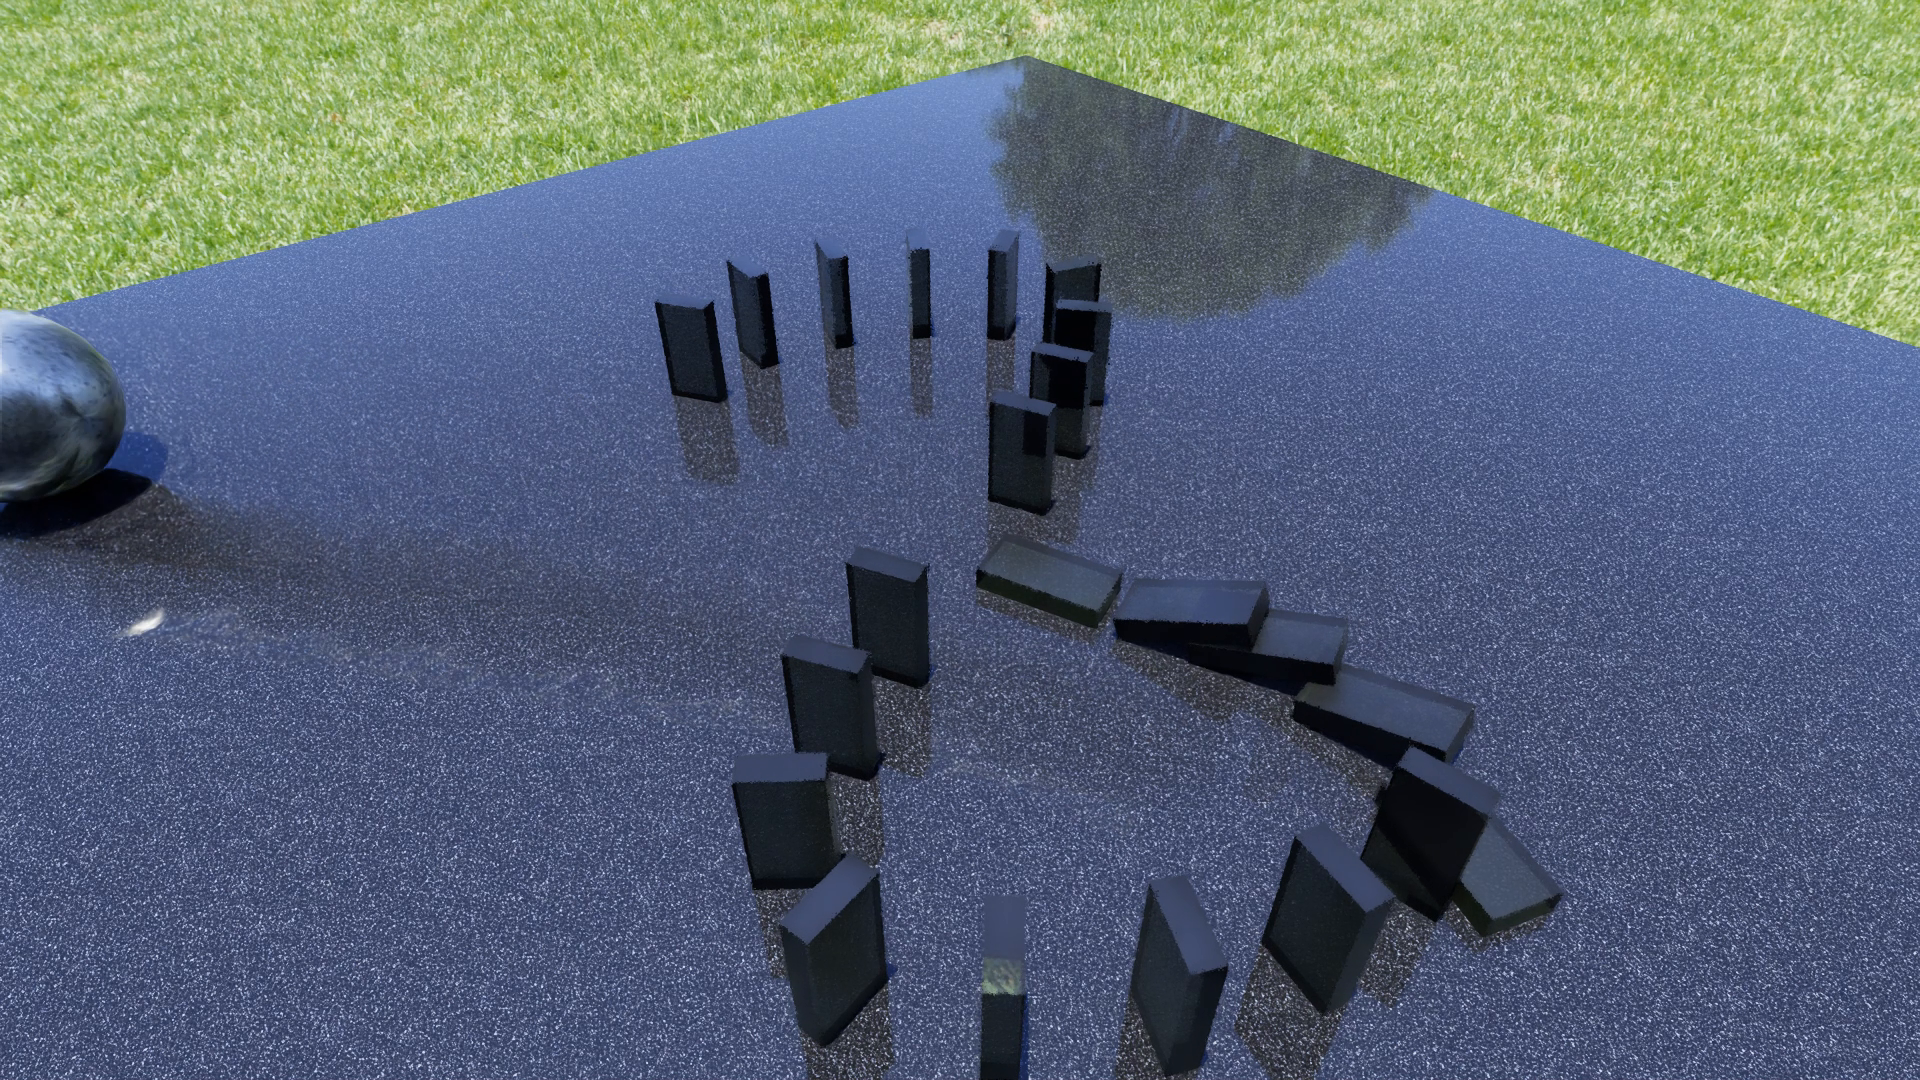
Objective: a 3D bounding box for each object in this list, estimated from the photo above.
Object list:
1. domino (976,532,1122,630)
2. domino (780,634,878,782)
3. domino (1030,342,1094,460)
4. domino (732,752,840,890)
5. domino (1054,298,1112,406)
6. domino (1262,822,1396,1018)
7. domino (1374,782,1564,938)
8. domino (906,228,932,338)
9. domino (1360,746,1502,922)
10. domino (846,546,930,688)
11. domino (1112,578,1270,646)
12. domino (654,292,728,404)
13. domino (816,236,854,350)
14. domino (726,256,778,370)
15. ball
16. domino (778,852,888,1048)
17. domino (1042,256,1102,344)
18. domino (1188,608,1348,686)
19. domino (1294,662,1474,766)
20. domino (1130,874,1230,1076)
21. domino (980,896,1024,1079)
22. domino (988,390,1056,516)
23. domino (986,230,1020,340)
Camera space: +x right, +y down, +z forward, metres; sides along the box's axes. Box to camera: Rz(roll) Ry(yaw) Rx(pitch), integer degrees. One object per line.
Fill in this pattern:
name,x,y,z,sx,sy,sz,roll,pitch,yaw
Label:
domino,0.034,0.015,0.425,0.050,0.009,0.025,19,43,21
domino,-0.040,0.053,0.346,0.025,0.050,0.009,12,41,14
domino,0.044,-0.061,0.486,0.025,0.050,0.009,15,42,18
domino,-0.049,0.081,0.313,0.025,0.050,0.010,-1,39,-2
domino,0.057,-0.088,0.519,0.025,0.050,0.009,6,40,8
domino,0.095,0.100,0.289,0.010,0.050,0.025,-19,43,-22
domino,0.152,0.092,0.331,0.025,0.010,0.050,-13,41,-15
domino,-0.022,-0.134,0.575,0.009,0.050,0.025,-5,40,-6
domino,0.131,0.083,0.310,0.025,0.050,0.009,29,47,31
domino,-0.024,0.027,0.378,0.025,0.050,0.010,15,42,17
domino,0.084,0.026,0.399,0.050,0.010,0.025,0,35,33
domino,-0.127,-0.091,0.522,0.025,0.050,0.009,12,41,14
domino,-0.065,-0.127,0.566,0.009,0.050,0.025,-14,41,-16
domino,-0.104,-0.114,0.550,0.010,0.050,0.025,-25,46,-27
ball,-0.395,-0.055,0.455,0.080,0.080,0.080,0,39,0
domino,-0.032,0.106,0.282,0.010,0.050,0.025,27,46,29
domino,0.056,-0.116,0.553,0.025,0.050,0.010,-14,41,-16
domino,0.109,0.036,0.391,0.050,0.010,0.025,6,38,28
domino,0.140,0.057,0.365,0.050,0.009,0.025,17,41,38
domino,0.054,0.110,0.277,0.009,0.050,0.025,-9,40,-11
domino,0.010,0.114,0.273,0.010,0.050,0.025,2,39,2
domino,0.025,-0.036,0.455,0.025,0.050,0.010,17,42,19
domino,0.022,-0.132,0.573,0.009,0.050,0.025,11,40,13
